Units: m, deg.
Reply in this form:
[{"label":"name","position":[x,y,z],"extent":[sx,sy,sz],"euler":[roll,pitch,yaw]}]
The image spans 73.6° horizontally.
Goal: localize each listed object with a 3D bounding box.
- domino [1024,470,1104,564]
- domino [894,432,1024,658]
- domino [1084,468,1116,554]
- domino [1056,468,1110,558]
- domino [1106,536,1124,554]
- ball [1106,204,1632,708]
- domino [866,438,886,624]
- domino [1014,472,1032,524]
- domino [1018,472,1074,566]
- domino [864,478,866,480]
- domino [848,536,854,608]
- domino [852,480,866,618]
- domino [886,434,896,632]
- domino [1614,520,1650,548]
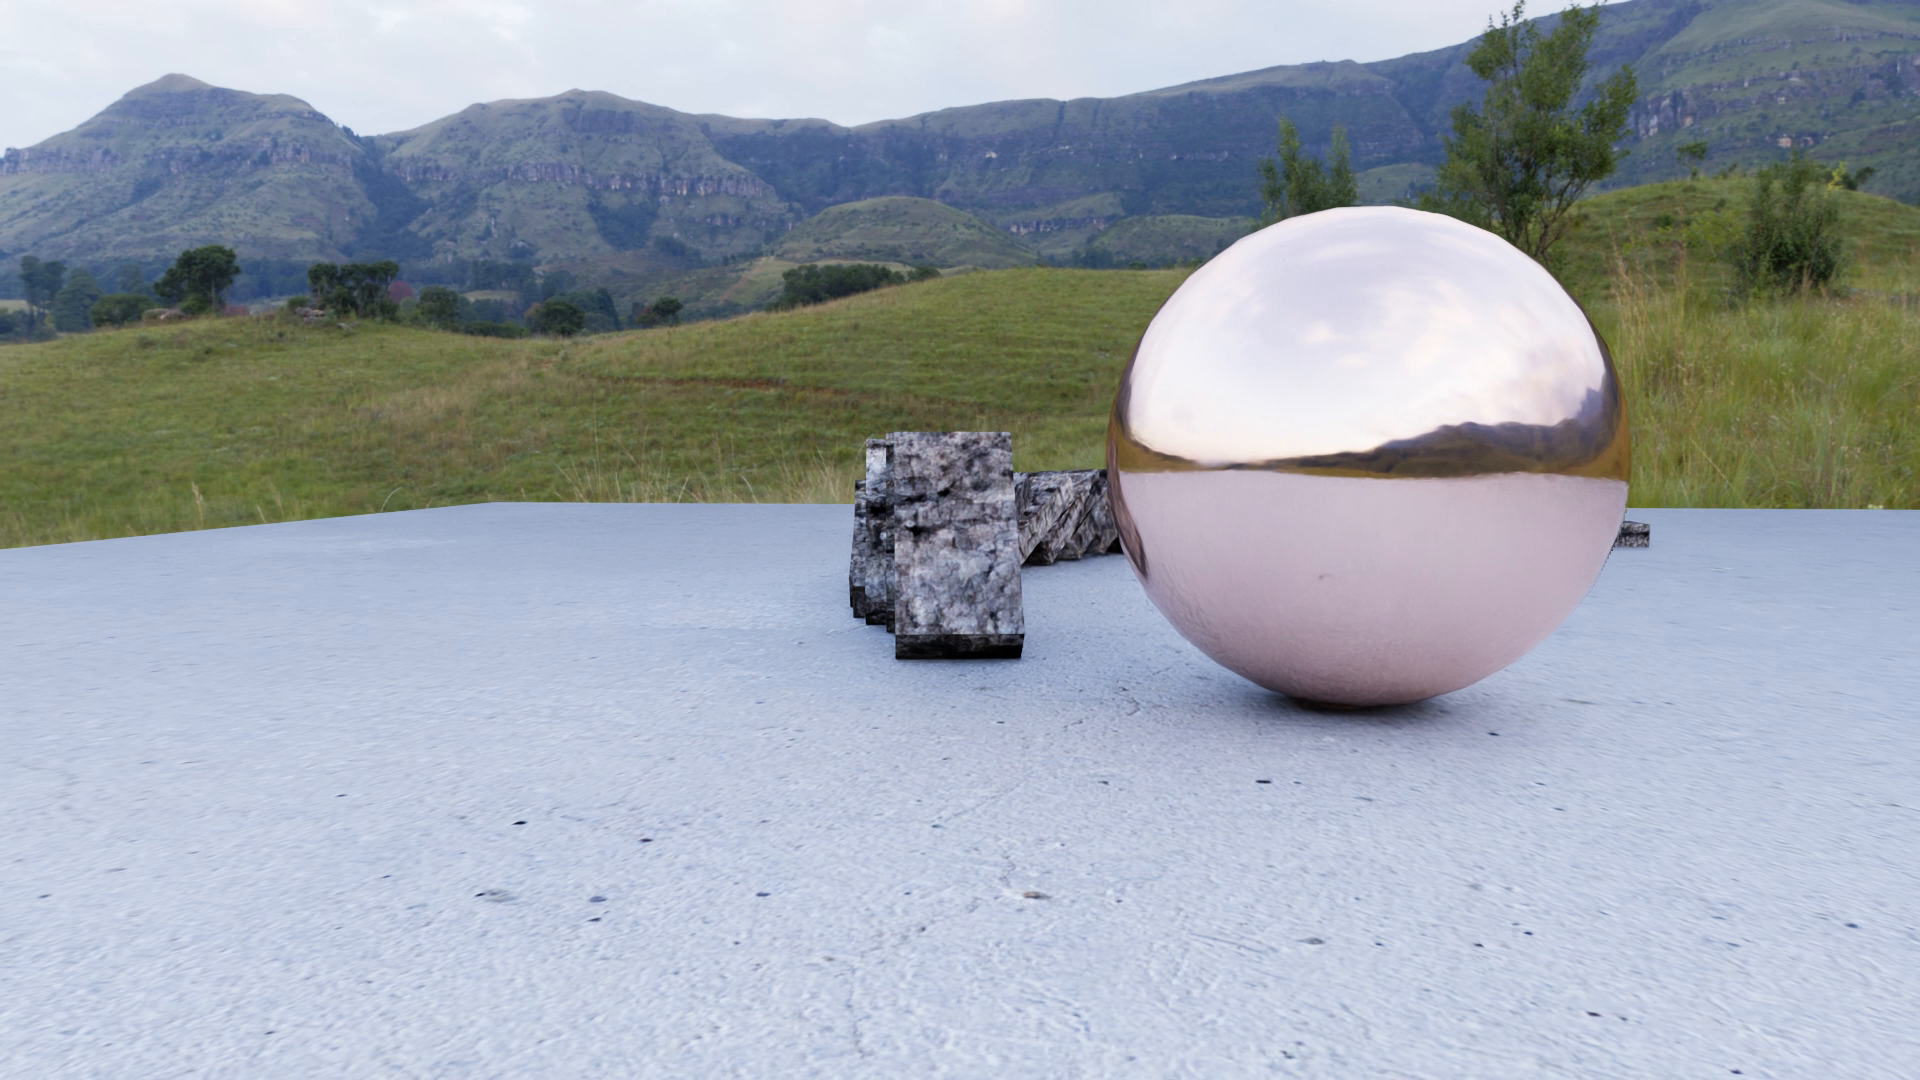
[{"label":"domino","position":[0.031,-0.009,0.469],"extent":[0.025,0.009,0.050],"euler":[0,32,31]},{"label":"domino","position":[-0.001,0.000,0.265],"extent":[0.025,0.050,0.010],"euler":[0,-34,-3]},{"label":"domino","position":[0.054,-0.012,0.503],"extent":[0.025,0.009,0.050],"euler":[-1,31,34]},{"label":"domino","position":[0.042,-0.010,0.486],"extent":[0.025,0.009,0.050],"euler":[0,32,32]},{"label":"domino","position":[0.080,-0.011,0.509],"extent":[0.050,0.009,0.025],"euler":[-29,16,-21]},{"label":"ball","position":[0.064,-0.013,0.208],"extent":[0.080,0.080,0.080],"euler":[0,4,0]},{"label":"domino","position":[-0.010,-0.003,0.314],"extent":[0.025,0.050,0.010],"euler":[0,-37,-3]},{"label":"domino","position":[0.005,-0.006,0.434],"extent":[0.025,0.010,0.050],"euler":[2,33,21]},{"label":"domino","position":[0.018,-0.007,0.451],"extent":[0.025,0.010,0.050],"euler":[3,33,31]},{"label":"domino","position":[-0.017,-0.001,0.373],"extent":[0.025,0.010,0.050],"euler":[0,32,-1]},{"label":"domino","position":[-0.016,0.000,0.353],"extent":[0.025,0.010,0.050],"euler":[0,33,-1]},{"label":"domino","position":[-0.015,0.001,0.333],"extent":[0.025,0.009,0.050],"euler":[-1,34,-3]},{"label":"domino","position":[-0.005,-0.003,0.301],"extent":[0.025,0.050,0.010],"euler":[0,-34,-3]},{"label":"domino","position":[0.261,-0.003,0.544],"extent":[0.050,0.010,0.025],"euler":[1,4,9]}]
